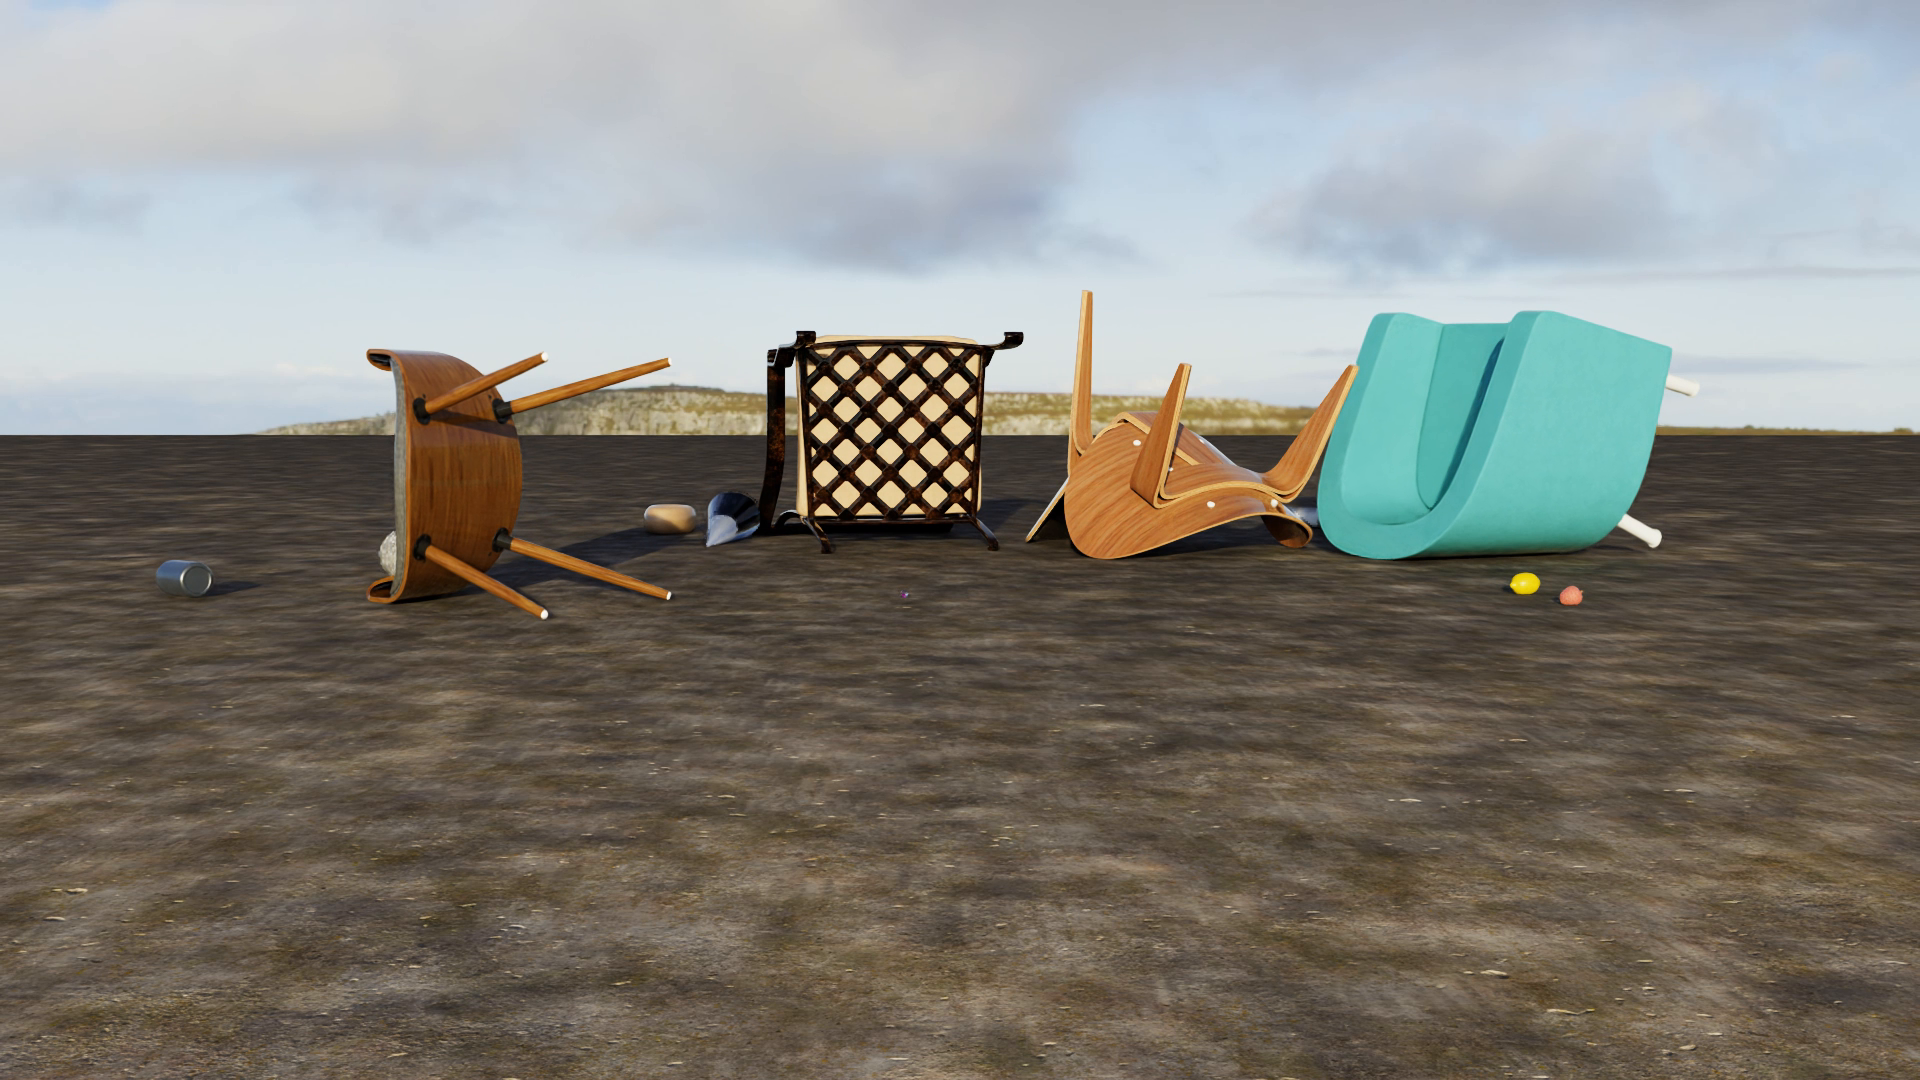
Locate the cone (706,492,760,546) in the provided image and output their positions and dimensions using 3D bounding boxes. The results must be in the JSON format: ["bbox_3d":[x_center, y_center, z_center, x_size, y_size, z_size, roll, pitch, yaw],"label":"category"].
[{"bbox_3d":[-0.696,-0.026,6.397,0.162,0.148,0.299,11,19,6],"label":"cone"}]

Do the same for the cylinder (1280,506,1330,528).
[{"bbox_3d":[1.114,-0.072,7.096,0.122,0.067,0.122,-1,10,-12],"label":"cylinder"}]

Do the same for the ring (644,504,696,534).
[{"bbox_3d":[-0.904,-0.064,6.863,0.151,0.086,0.260,3,3,11],"label":"ring"}]

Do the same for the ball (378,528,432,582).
[{"bbox_3d":[-1.297,0.035,5.146,0.123,0.123,0.123,0,4,0],"label":"ball"}]
